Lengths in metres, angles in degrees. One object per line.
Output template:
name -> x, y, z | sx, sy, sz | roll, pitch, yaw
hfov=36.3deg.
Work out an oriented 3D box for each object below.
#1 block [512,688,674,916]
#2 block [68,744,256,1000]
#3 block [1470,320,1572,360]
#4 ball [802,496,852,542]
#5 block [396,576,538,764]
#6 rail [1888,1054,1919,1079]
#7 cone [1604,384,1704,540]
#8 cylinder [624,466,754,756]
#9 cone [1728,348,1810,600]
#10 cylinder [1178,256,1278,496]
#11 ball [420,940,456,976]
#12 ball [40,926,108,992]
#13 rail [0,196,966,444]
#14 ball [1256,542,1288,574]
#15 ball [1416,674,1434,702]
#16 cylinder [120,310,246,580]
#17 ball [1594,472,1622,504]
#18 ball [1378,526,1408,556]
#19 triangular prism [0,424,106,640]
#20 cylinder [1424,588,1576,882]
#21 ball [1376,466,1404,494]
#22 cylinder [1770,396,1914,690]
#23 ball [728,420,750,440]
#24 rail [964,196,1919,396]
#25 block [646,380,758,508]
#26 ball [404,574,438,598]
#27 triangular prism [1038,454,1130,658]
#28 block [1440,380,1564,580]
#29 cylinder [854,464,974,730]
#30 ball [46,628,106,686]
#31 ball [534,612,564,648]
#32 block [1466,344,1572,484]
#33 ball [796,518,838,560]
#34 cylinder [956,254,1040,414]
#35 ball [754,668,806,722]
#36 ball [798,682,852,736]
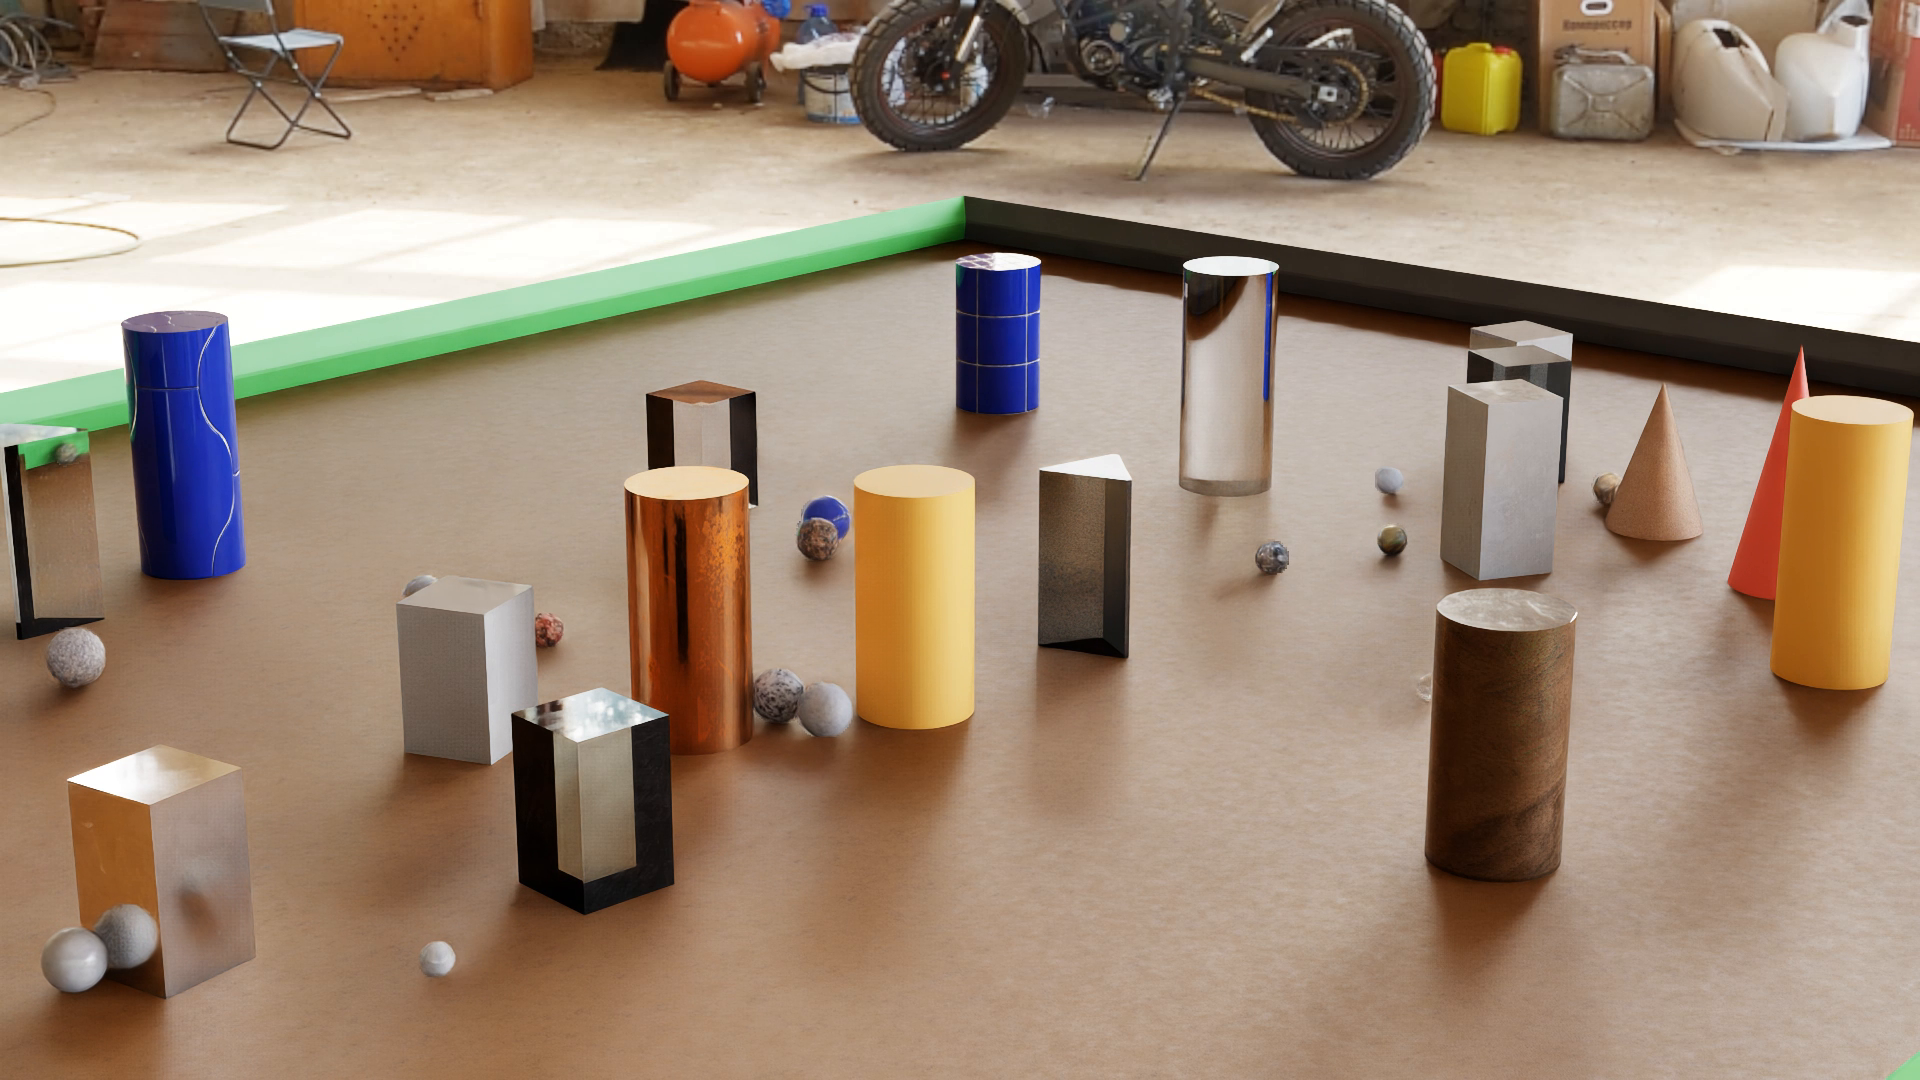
block -> -0.485, 0.343, 3.881 | 0.147, 0.240, 0.147 | -15, 23, -41
block -> -0.989, 0.409, 3.638 | 0.147, 0.255, 0.147 | 11, 20, 32
block -> 1.161, -0.322, 6.096 | 0.147, 0.231, 0.147 | -9, 19, -28
ball -> -0.245, -0.036, 5.395 | 0.090, 0.090, 0.090 | 0, 17, 0
block -> -0.735, 0.193, 4.389 | 0.147, 0.234, 0.147 | 6, 18, 20
rail -> 1.572, 0.425, 3.815 | 0.045, 0.120, 4.886 | 14, 22, 39
cone -> 1.305, -0.160, 5.475 | 0.184, 0.281, 0.184 | 0, 17, 0
cylinder -> -0.405, 0.105, 4.400 | 0.184, 0.397, 0.184 | 0, 17, 0
cone -> 1.448, -0.128, 5.105 | 0.184, 0.434, 0.184 | 0, 17, 0
cylinder -> 0.524, -0.320, 5.732 | 0.184, 0.438, 0.184 | 0, 17, 0
ball -> -0.649, 0.520, 3.639 | 0.043, 0.043, 0.043 | 0, 17, 0
ball -> -1.085, 0.514, 3.594 | 0.080, 0.080, 0.080 | 0, 17, 0
rail -> -1.572, -0.366, 6.428 | 0.045, 0.120, 4.886 | 14, 22, 39
ball -> 0.555, 0.032, 5.227 | 0.057, 0.057, 0.057 | 0, 17, 0
ball -> 0.738, 0.231, 4.591 | 0.044, 0.044, 0.044 | 0, 17, 0
cylinder -> -1.380, -0.170, 5.218 | 0.184, 0.449, 0.184 | 0, 17, 0
ball -> 1.254, -0.100, 5.658 | 0.060, 0.060, 0.060 | 0, 17, 0
ball -> 0.787, 0.001, 5.334 | 0.054, 0.054, 0.054 | 0, 17, 0
triangular prism -> -1.560, -0.023, 4.932 | 0.138, 0.332, 0.160 | 16, 23, 42
cylinder -> 0.727, 0.262, 3.954 | 0.184, 0.354, 0.184 | 0, 17, 0
ball -> 0.840, -0.117, 5.727 | 0.052, 0.052, 0.052 | 0, 17, 0
cylinder -> 1.402, 0.003, 4.671 | 0.184, 0.434, 0.184 | 0, 17, 0
ball -> -0.461, -0.230, 6.115 | 0.043, 0.043, 0.043 | 0, 17, 0
rail -> 1.586, -0.499, 6.870 | 4.212, 0.120, 0.045 | 14, 22, 39
block -> -0.492, -0.171, 5.605 | 0.147, 0.227, 0.147 | 14, 22, 38
ball -> -0.911, 0.095, 4.993 | 0.071, 0.071, 0.071 | 0, 17, 0
triangular prism -> 0.229, 0.021, 4.840 | 0.160, 0.302, 0.138 | 8, 18, 24
block -> 0.965, -0.109, 5.236 | 0.147, 0.321, 0.147 | -6, 18, -18
cylinder -> -0.070, 0.086, 4.510 | 0.184, 0.368, 0.184 | 0, 17, 0
ball -> -1.403, 0.187, 4.655 | 0.092, 0.092, 0.092 | 0, 17, 0
ball -> -0.684, 0.148, 4.842 | 0.057, 0.057, 0.057 | 0, 17, 0
block -> 1.103, -0.245, 5.814 | 0.147, 0.247, 0.147 | -6, 18, -19
ball -> -0.259, -0.003, 5.305 | 0.077, 0.077, 0.077 | 0, 17, 0
cylinder -> 0.082, -0.448, 6.364 | 0.184, 0.317, 0.184 | 0, 17, 0
ball -> -0.278, 0.238, 4.497 | 0.084, 0.084, 0.084 | 0, 17, 0
ball -> -0.206, 0.257, 4.440 | 0.082, 0.082, 0.082 | 0, 17, 0
